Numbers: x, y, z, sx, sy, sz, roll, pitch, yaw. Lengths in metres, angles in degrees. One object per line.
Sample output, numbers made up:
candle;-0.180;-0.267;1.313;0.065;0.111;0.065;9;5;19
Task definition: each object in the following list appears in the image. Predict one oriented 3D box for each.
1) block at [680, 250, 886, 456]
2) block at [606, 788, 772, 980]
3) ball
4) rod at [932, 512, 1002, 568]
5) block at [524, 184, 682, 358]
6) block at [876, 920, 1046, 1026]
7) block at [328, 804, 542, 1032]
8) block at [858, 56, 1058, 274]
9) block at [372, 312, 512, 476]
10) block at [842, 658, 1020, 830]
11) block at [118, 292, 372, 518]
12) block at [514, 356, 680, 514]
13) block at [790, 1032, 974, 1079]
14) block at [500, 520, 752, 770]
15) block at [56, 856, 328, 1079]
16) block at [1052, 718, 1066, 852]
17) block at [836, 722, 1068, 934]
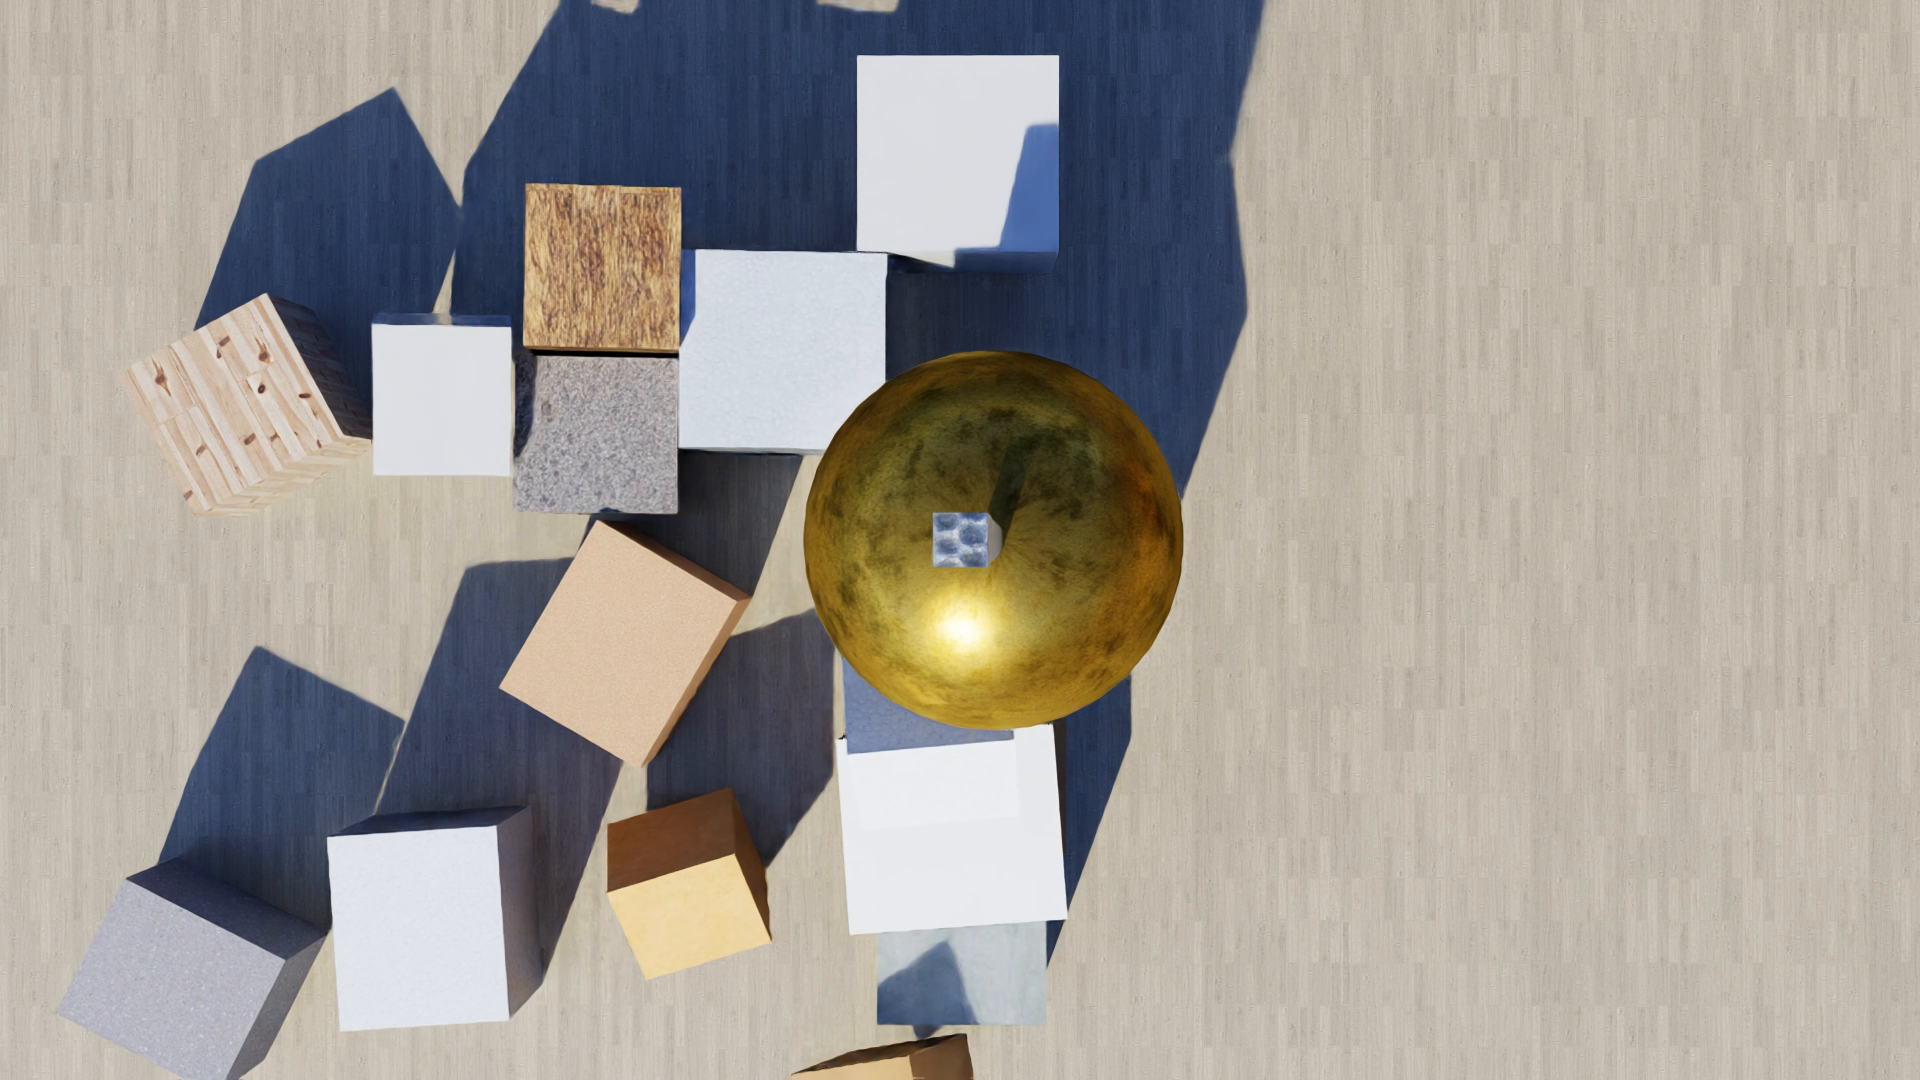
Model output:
block;-1.006;-1.037;12.468;1.117;0.968;1.071;1;90;-5
block;-1.548;1.956;12.549;0.741;0.647;0.655;-17;119;1
ball;0.138;0.000;9.220;1.600;1.600;1.600;0;90;0
rod;0.060;0.000;5.821;0.080;5.200;0.080;0;90;1
block;-1.970;-1.471;12.241;0.821;0.969;0.863;1;91;-7
block;0.008;2.187;12.509;0.928;0.983;0.928;0;90;0
block;-2.962;2.124;12.510;0.926;0.981;1.064;-4;90;0
block;-0.010;-2.113;12.510;1.100;0.980;1.070;0;90;0
block;-2.848;-0.815;12.146;0.718;0.816;0.802;0;100;-12
block;-0.142;0.811;10.475;0.758;0.837;0.801;-5;59;0
block;-4.024;-0.748;12.564;0.936;0.873;0.896;-28;90;0
block;-2.054;-0.601;12.492;0.891;0.791;0.857;1;93;-8
block;-0.378;3.183;12.108;0.717;0.832;0.711;-14;82;20
block;-1.879;0.574;12.539;0.891;0.923;1.068;30;90;0
block;-4.368;2.473;12.584;1.002;0.832;0.838;27;90;0
block;0.005;1.132;12.527;1.157;0.945;1.156;0;90;0
block;-0.041;1.462;11.459;1.079;1.143;0.960;-4;87;0
